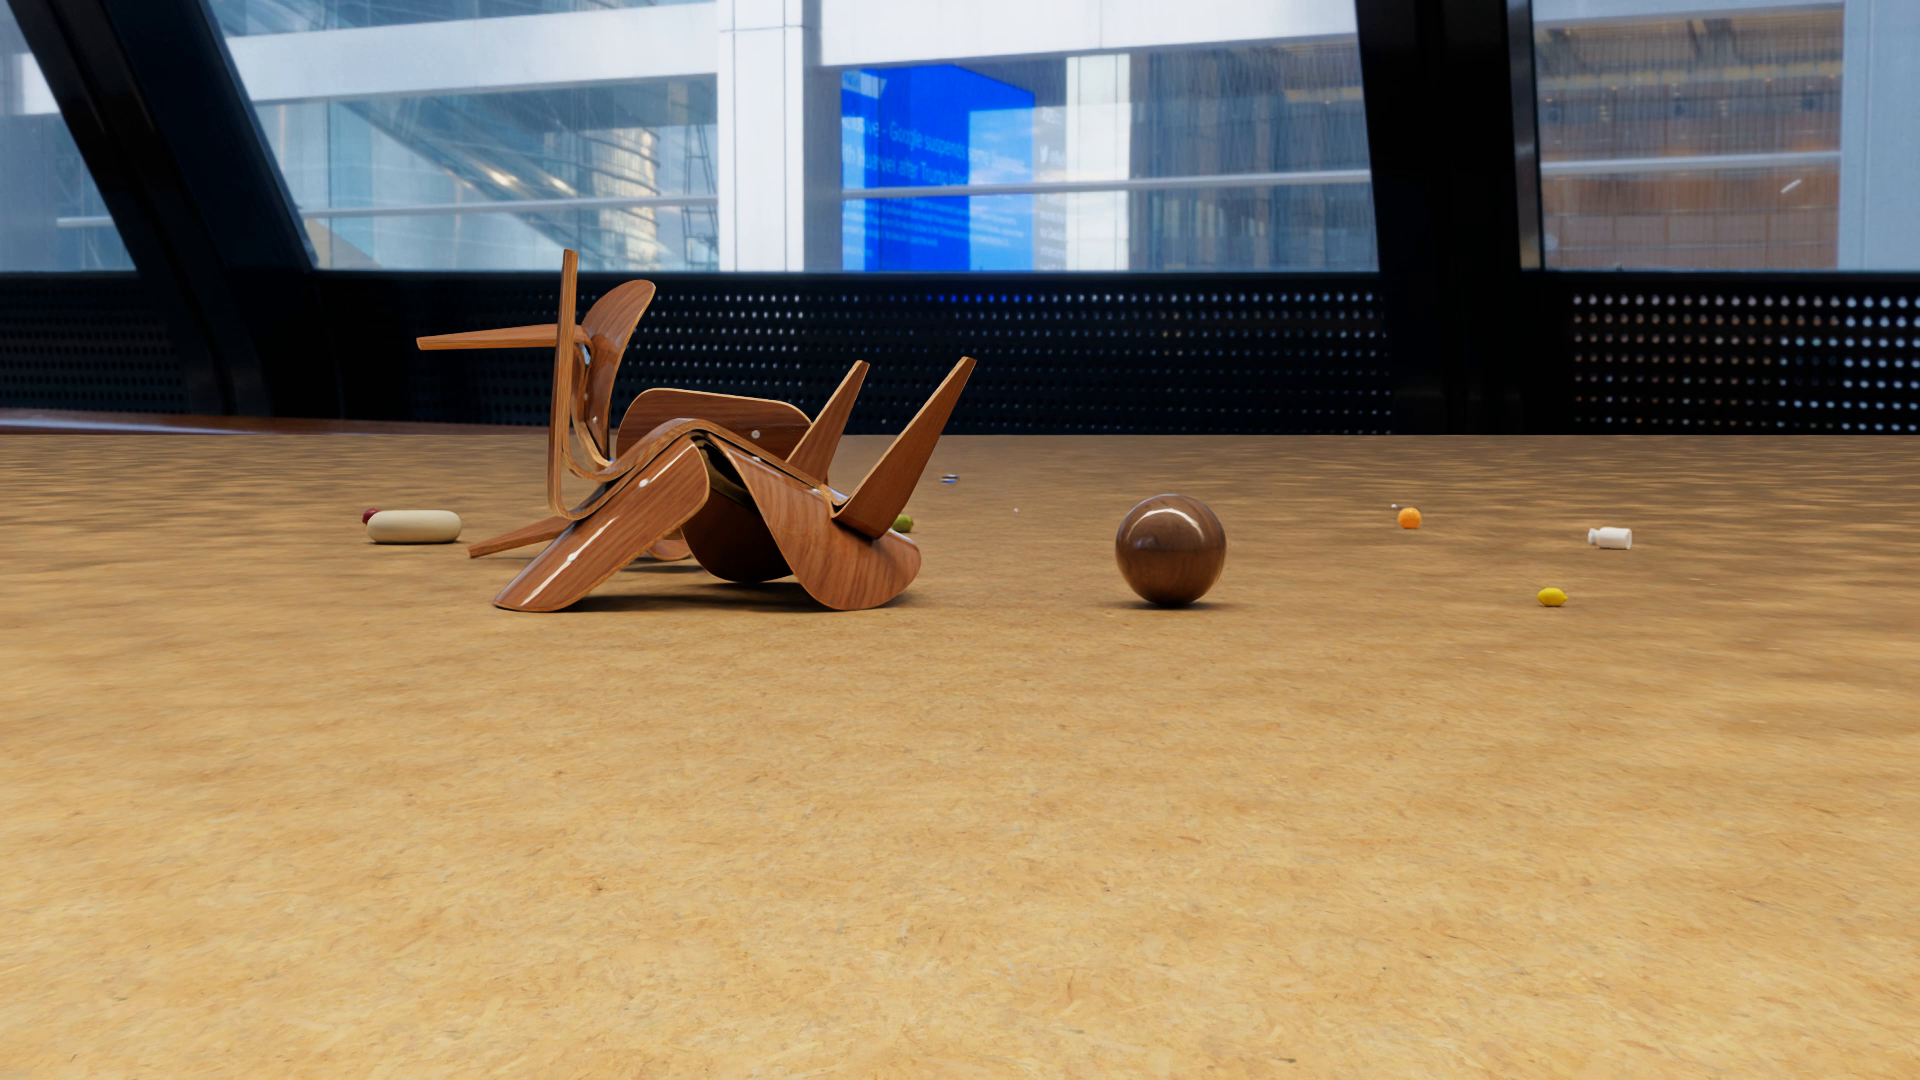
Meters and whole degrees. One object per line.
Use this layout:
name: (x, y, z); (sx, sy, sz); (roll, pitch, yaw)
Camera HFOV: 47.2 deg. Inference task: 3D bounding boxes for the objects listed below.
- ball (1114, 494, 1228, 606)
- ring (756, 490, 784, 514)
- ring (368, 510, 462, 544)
ball: (0.437, 0.020, 4.554); (0.232, 0.232, 0.232); (0, 4, 0)
ring: (-0.688, -0.135, 7.931); (0.074, 0.083, 0.121); (7, 19, 21)
ring: (-1.597, -0.038, 6.441); (0.272, 0.092, 0.264); (-2, 3, -40)
